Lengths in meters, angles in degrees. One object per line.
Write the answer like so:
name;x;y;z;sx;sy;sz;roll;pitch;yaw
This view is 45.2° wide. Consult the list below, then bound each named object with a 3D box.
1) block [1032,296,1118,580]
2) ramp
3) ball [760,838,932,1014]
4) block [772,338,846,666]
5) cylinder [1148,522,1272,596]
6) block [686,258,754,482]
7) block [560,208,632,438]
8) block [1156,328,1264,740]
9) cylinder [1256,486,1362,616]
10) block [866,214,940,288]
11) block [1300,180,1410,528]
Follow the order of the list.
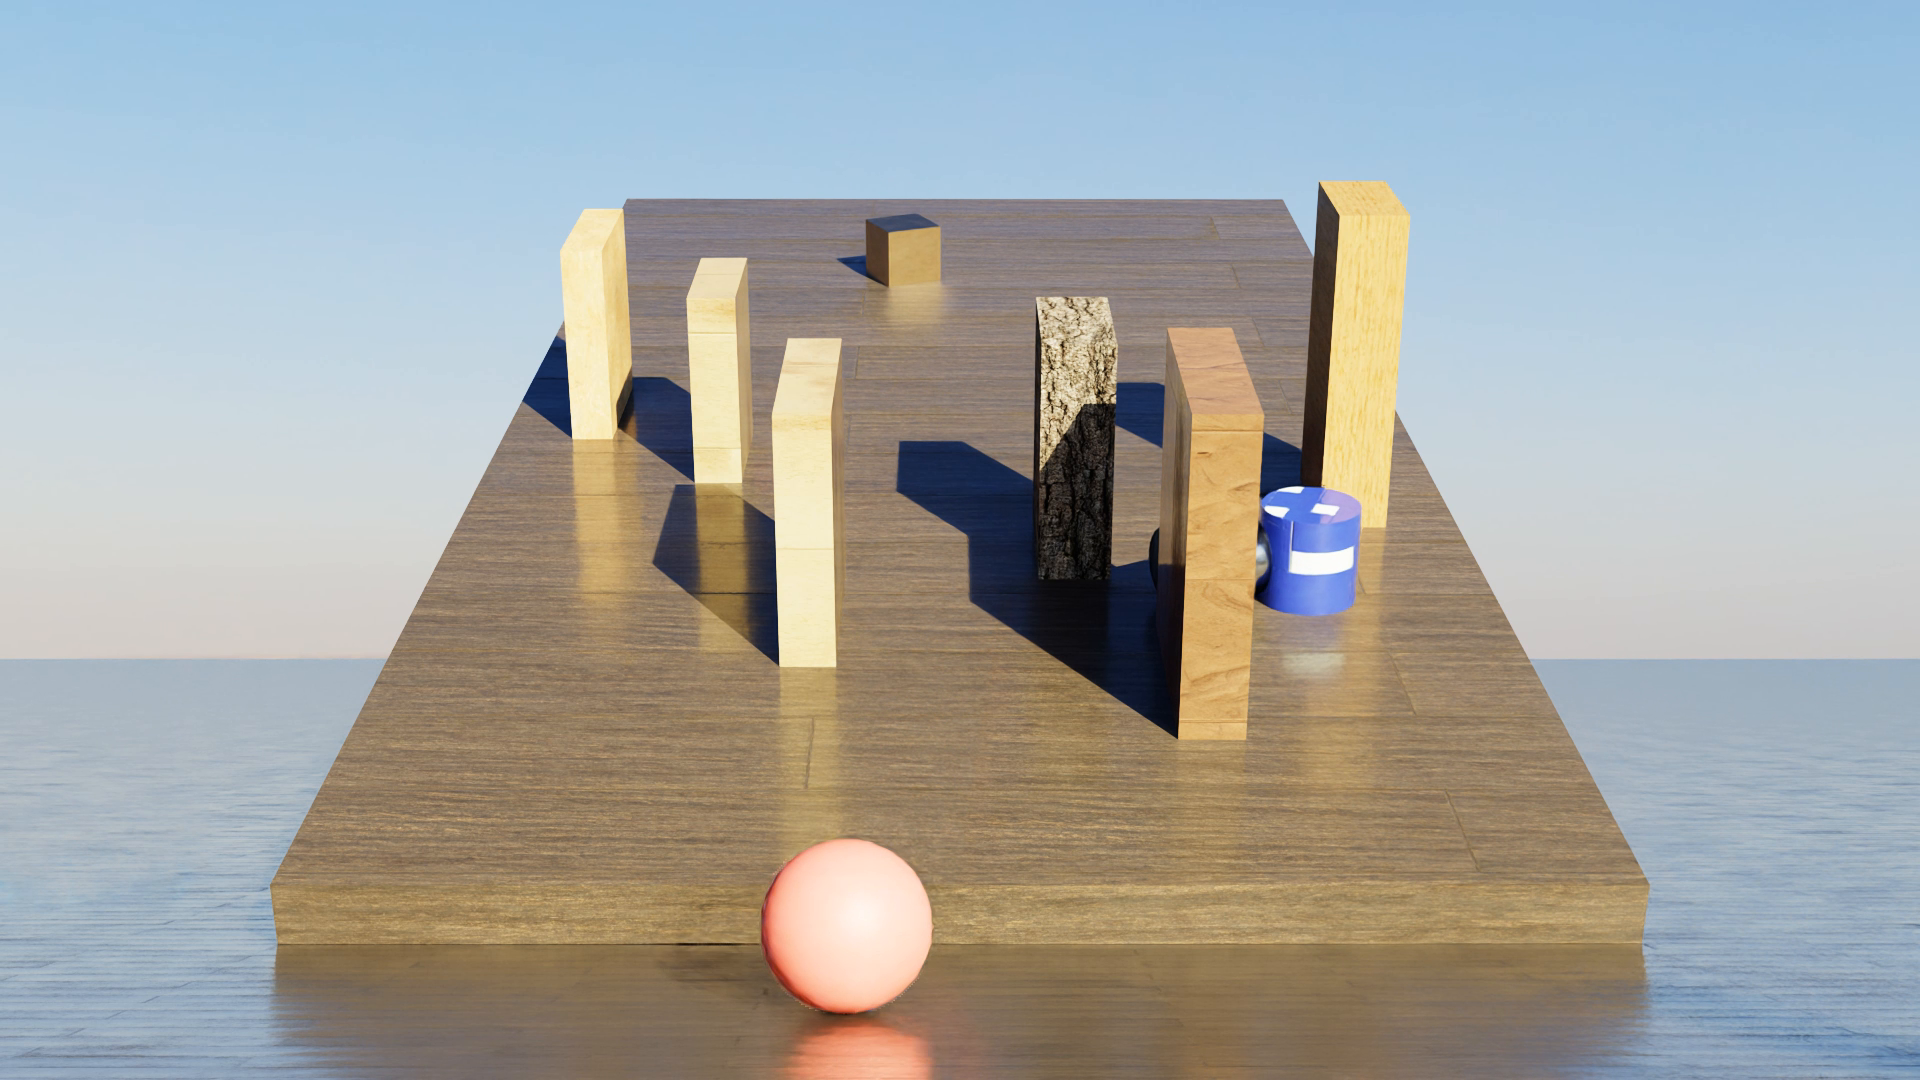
block;0.216;-0.198;4.413;0.138;0.465;0.300;0;23;0
ramp;-0.007;-0.224;5.207;2.000;0.100;4.000;0;23;0
ball;-0.135;0.459;2.744;0.205;0.205;0.205;0;-3;0
block;-0.265;-0.074;4.115;0.098;0.463;0.419;0;23;0
cylinder;0.459;0.038;4.243;0.162;0.162;0.162;-11;2;-26
block;-0.506;-0.362;4.885;0.098;0.401;0.300;0;23;0
block;-0.808;-0.487;5.150;0.088;0.426;0.353;0;23;0
block;0.411;-0.019;3.860;0.110;0.562;0.445;0;23;0
cylinder;0.644;0.020;4.258;0.183;0.183;0.183;0;23;0
block;-0.153;-0.780;6.213;0.152;0.152;0.152;-10;25;-24
block;0.784;-0.372;4.608;0.133;0.637;0.272;0;23;0
